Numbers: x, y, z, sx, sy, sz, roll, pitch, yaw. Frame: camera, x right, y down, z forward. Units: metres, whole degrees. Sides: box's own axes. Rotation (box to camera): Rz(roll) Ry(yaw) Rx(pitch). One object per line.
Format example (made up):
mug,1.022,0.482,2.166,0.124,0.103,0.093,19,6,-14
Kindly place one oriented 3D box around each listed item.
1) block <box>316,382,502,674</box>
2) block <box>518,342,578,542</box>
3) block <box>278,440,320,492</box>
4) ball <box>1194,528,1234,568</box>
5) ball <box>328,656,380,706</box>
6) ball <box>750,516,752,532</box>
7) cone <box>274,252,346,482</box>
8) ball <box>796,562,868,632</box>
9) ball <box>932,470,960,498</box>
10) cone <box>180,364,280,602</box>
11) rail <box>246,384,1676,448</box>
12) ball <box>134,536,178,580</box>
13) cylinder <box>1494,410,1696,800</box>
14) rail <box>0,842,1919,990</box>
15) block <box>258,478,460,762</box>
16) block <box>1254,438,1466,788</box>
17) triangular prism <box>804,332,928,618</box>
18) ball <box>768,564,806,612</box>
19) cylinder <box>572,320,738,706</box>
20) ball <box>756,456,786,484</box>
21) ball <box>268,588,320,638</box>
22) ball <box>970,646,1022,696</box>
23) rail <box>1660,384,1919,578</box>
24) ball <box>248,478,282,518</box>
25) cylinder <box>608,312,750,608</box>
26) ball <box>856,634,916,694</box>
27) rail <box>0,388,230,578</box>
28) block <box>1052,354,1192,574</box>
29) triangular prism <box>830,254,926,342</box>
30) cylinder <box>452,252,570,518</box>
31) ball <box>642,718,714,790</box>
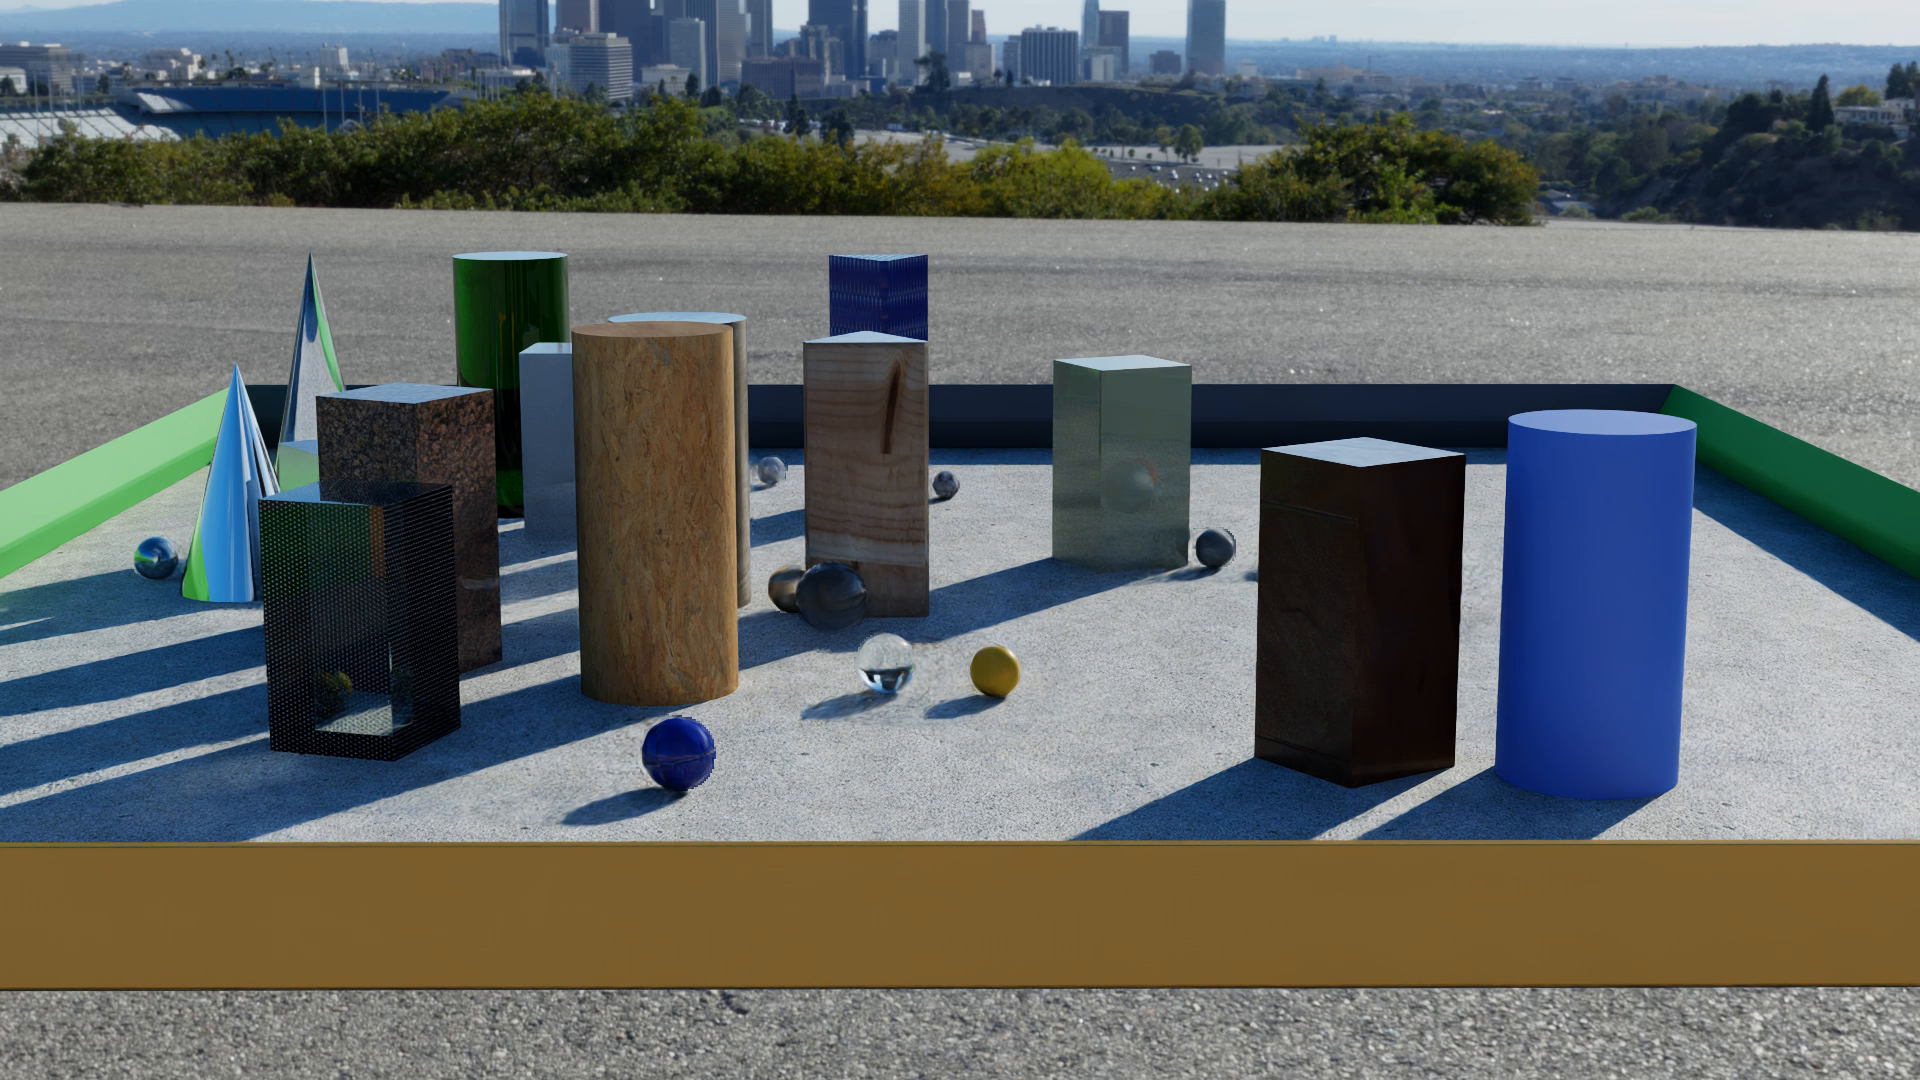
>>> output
block,-0.662,-0.011,3.094,0.148,0.335,0.148,5,12,27
block,-0.593,-0.154,3.982,0.148,0.289,0.148,0,11,1
block,-0.785,-0.008,3.349,0.148,0.235,0.148,-8,13,-37
ball,0.370,0.012,3.727,0.057,0.057,0.057,0,11,0
ball,-0.691,0.161,2.928,0.058,0.058,0.058,0,11,0
ball,-0.343,-0.024,3.940,0.049,0.049,0.049,0,11,0
cone,-0.947,-0.201,3.781,0.185,0.456,0.185,0,11,0
ball,-0.165,0.073,3.303,0.092,0.092,0.092,0,11,0
ball,-0.023,-0.094,4.323,0.046,0.046,0.046,0,11,0
cone,-0.995,-0.089,3.555,0.185,0.319,0.185,0,11,0
rail,-0.008,-0.231,4.849,2.734,0.120,0.045,0,11,0
ball,-1.141,0.026,3.641,0.061,0.061,0.061,0,11,0
cylinder,0.646,0.062,2.616,0.185,0.368,0.185,0,11,0
rail,0.008,0.293,2.050,2.734,0.120,0.045,0,11,0
block,-0.644,0.082,2.764,0.148,0.273,0.148,3,11,17
block,0.414,0.071,2.669,0.148,0.330,0.148,-7,13,-34
triangular prism,-0.125,-0.090,3.434,0.160,0.366,0.138,0,11,-2
ball,-0.225,0.064,3.426,0.065,0.065,0.065,0,11,0
cylinder,-0.353,-0.035,2.982,0.185,0.423,0.185,0,11,0
ball,-0.328,-0.121,4.456,0.050,0.050,0.050,0,11,0
ball,-0.850,0.093,3.276,0.063,0.063,0.063,0,11,0
ball,0.041,0.152,2.972,0.060,0.060,0.060,0,11,0
rail,1.343,0.029,3.457,0.045,0.120,2.895,0,11,0
ball,-1.113,-0.067,4.128,0.065,0.065,0.065,0,11,0
cylinder,-0.377,-0.106,3.463,0.185,0.386,0.185,0,11,0
ball,-0.085,0.144,2.988,0.070,0.070,0.070,0,11,0
rail,-1.343,0.032,3.442,0.045,0.120,2.895,0,11,0
block,0.235,-0.113,3.753,0.148,0.294,0.148,-5,12,-25
triangular prism,-0.111,-0.261,4.220,0.138,0.412,0.160,-8,13,-35
cylinder,-0.727,-0.256,4.186,0.185,0.415,0.185,0,11,0
ball,-0.286,0.216,2.594,0.073,0.073,0.073,0,11,0
